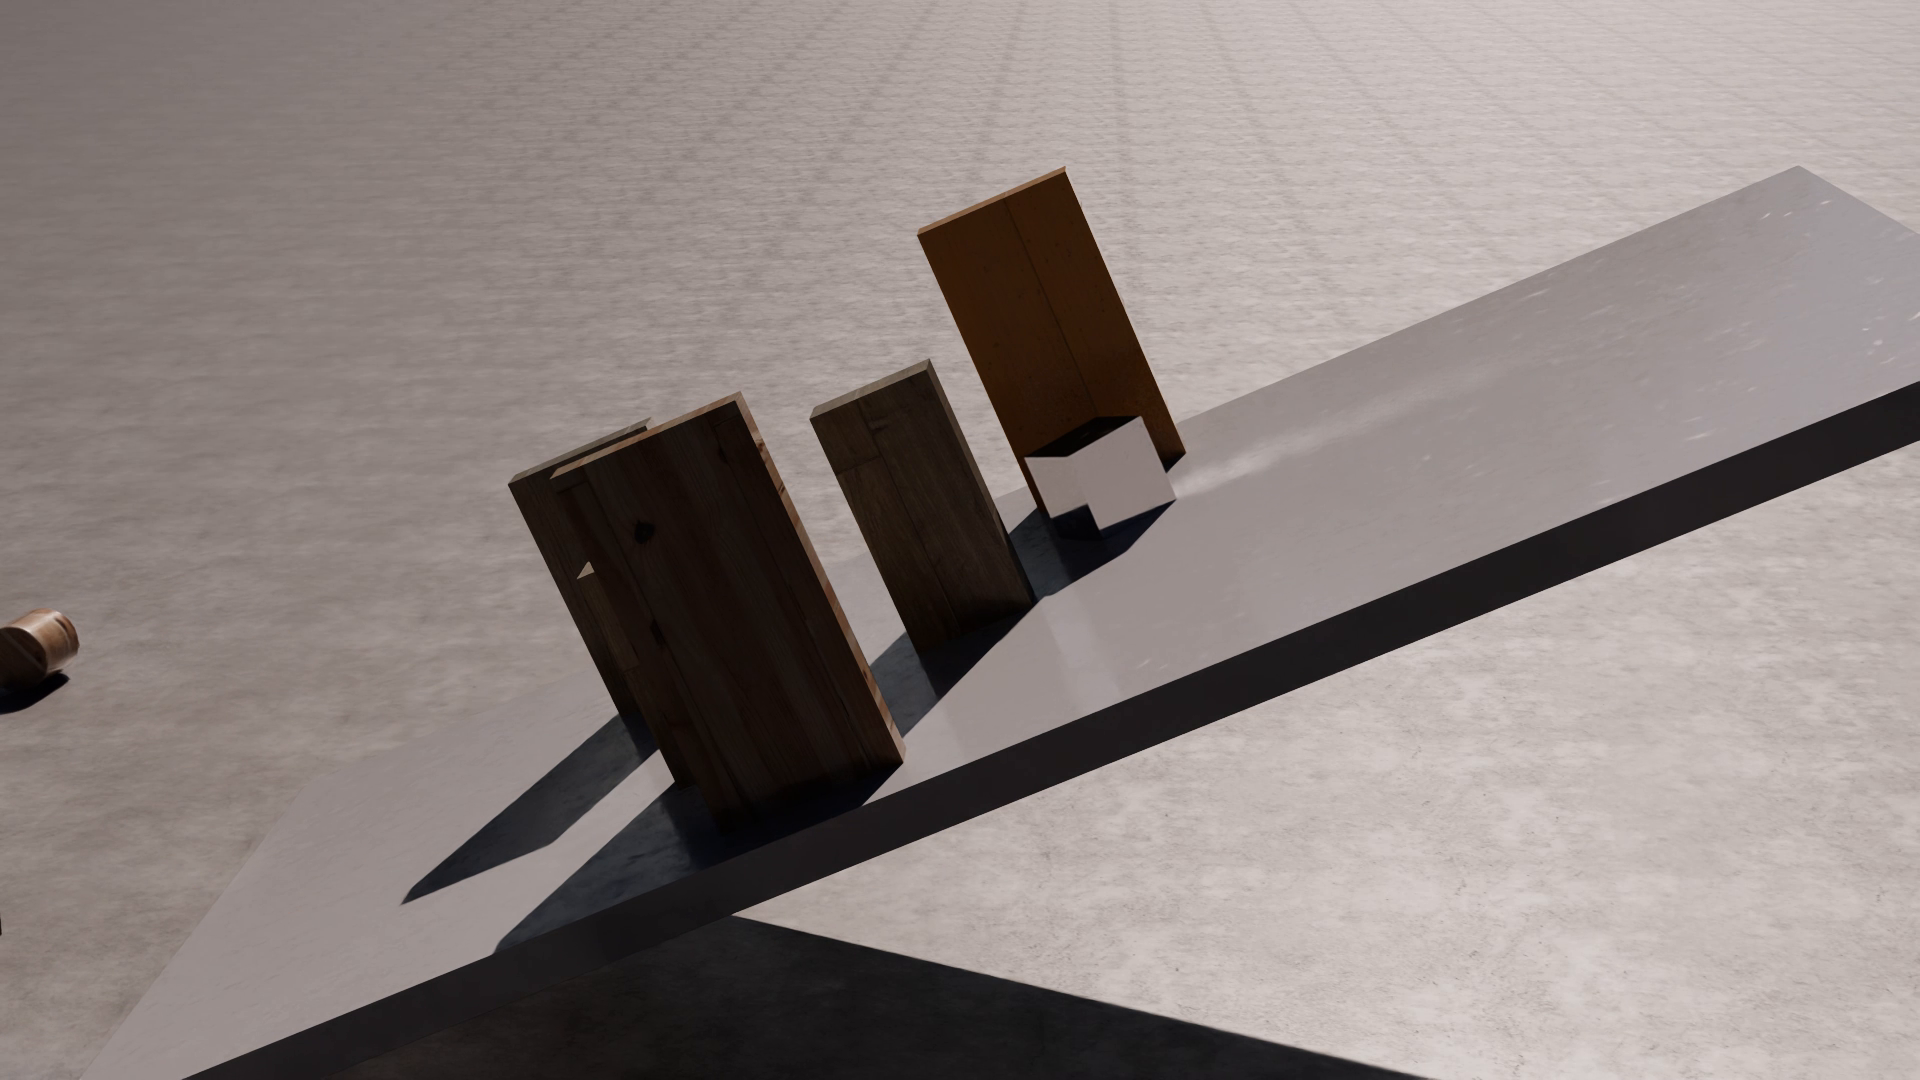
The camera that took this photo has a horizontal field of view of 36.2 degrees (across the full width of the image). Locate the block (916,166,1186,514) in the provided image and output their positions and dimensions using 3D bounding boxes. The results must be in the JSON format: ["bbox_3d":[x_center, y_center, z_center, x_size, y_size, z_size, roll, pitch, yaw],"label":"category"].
[{"bbox_3d":[0.216,-0.463,6.844,0.371,0.715,0.098,-22,13,8],"label":"block"}]

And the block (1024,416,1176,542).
[{"bbox_3d":[0.310,-0.137,6.513,0.205,0.205,0.205,-30,14,-22],"label":"block"}]

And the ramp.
[{"bbox_3d":[0.131,0.171,6.285,4.000,0.100,2.000,-22,13,8],"label":"ramp"}]

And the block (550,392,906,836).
[{"bbox_3d":[-0.426,0.142,5.473,0.375,0.752,0.083,-22,13,8],"label":"block"}]

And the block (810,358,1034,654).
[{"bbox_3d":[-0.077,-0.070,6.158,0.265,0.550,0.116,-22,13,8],"label":"block"}]

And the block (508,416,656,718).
[{"bbox_3d":[-0.739,0.064,6.715,0.346,0.601,0.094,-22,13,8],"label":"block"}]

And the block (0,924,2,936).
[{"bbox_3d":[-2.283,0.868,6.738,0.121,0.121,0.121,2,15,6],"label":"block"}]

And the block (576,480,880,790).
[{"bbox_3d":[-0.463,0.194,5.945,0.439,0.484,0.127,-22,13,8],"label":"block"}]

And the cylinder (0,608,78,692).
[{"bbox_3d":[-2.728,0.323,8.646,0.197,0.197,0.197,3,15,10],"label":"cylinder"}]
